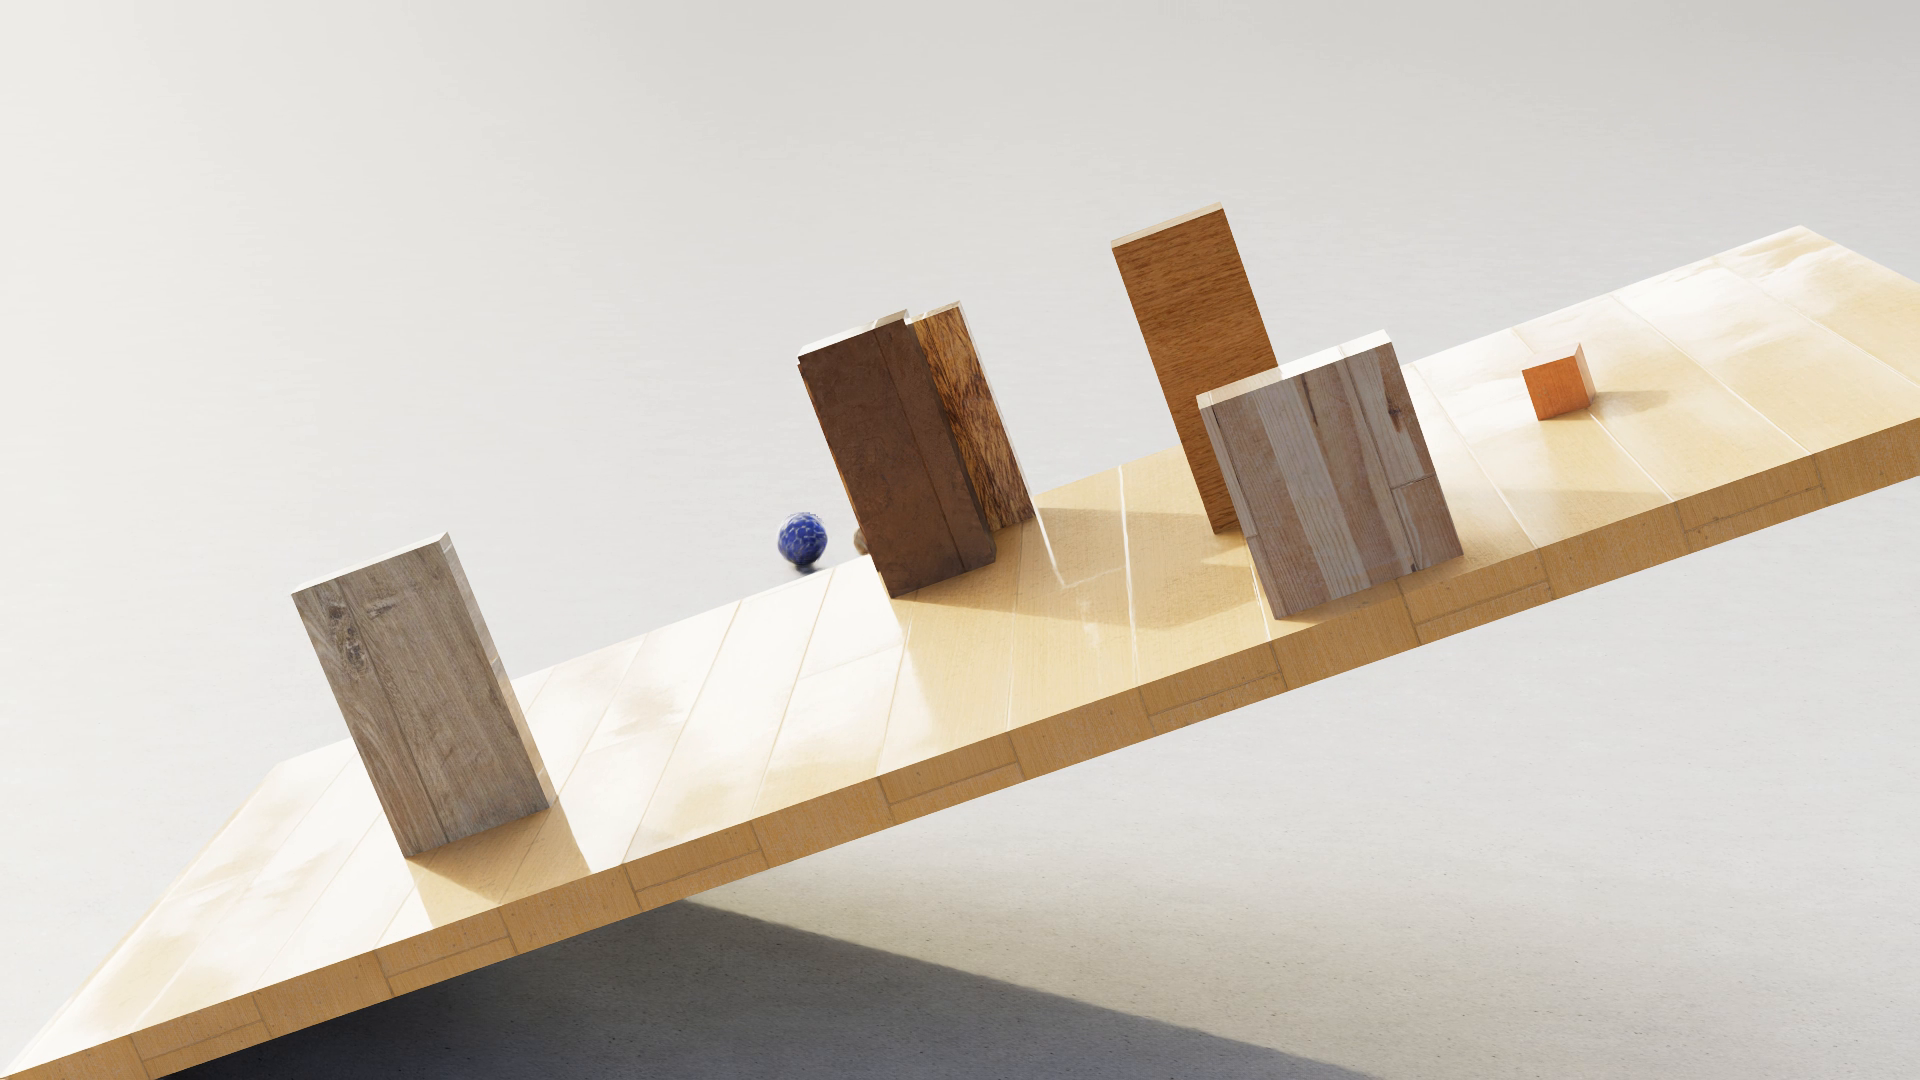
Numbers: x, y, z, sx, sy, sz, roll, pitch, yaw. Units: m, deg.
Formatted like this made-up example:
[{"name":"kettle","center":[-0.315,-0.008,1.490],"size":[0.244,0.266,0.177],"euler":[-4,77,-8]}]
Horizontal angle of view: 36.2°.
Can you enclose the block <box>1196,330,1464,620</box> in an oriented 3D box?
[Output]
[{"name":"block","center":[0.675,-0.120,5.381],"size":[0.363,0.416,0.141],"euler":[-19,11,6]}]

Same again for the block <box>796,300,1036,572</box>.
[{"name":"block","center":[-0.100,-0.247,7.034],"size":[0.408,0.537,0.101],"euler":[-19,11,6]}]

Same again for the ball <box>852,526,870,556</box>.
[{"name":"ball","center":[-0.302,-0.006,10.103],"size":[0.138,0.138,0.138],"euler":[0,13,0]}]

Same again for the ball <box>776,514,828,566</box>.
[{"name":"ball","center":[-0.539,-0.001,9.999],"size":[0.175,0.175,0.175],"euler":[0,13,0]}]

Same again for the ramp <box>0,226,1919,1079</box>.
[{"name":"ramp","center":[0.116,0.177,6.297],"size":[4.000,0.100,2.000],"euler":[-19,11,6]}]

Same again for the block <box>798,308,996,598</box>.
[{"name":"block","center":[-0.140,-0.197,6.719],"size":[0.255,0.596,0.146],"euler":[-19,11,6]}]

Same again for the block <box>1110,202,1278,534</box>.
[{"name":"block","center":[0.539,-0.359,6.162],"size":[0.243,0.642,0.126],"euler":[-19,11,6]}]

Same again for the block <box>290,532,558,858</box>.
[{"name":"block","center":[-1.090,0.318,6.002],"size":[0.325,0.595,0.086],"euler":[-19,11,6]}]

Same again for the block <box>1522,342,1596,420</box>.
[{"name":"block","center":[1.247,-0.331,6.123],"size":[0.113,0.113,0.113],"euler":[-16,12,22]}]
